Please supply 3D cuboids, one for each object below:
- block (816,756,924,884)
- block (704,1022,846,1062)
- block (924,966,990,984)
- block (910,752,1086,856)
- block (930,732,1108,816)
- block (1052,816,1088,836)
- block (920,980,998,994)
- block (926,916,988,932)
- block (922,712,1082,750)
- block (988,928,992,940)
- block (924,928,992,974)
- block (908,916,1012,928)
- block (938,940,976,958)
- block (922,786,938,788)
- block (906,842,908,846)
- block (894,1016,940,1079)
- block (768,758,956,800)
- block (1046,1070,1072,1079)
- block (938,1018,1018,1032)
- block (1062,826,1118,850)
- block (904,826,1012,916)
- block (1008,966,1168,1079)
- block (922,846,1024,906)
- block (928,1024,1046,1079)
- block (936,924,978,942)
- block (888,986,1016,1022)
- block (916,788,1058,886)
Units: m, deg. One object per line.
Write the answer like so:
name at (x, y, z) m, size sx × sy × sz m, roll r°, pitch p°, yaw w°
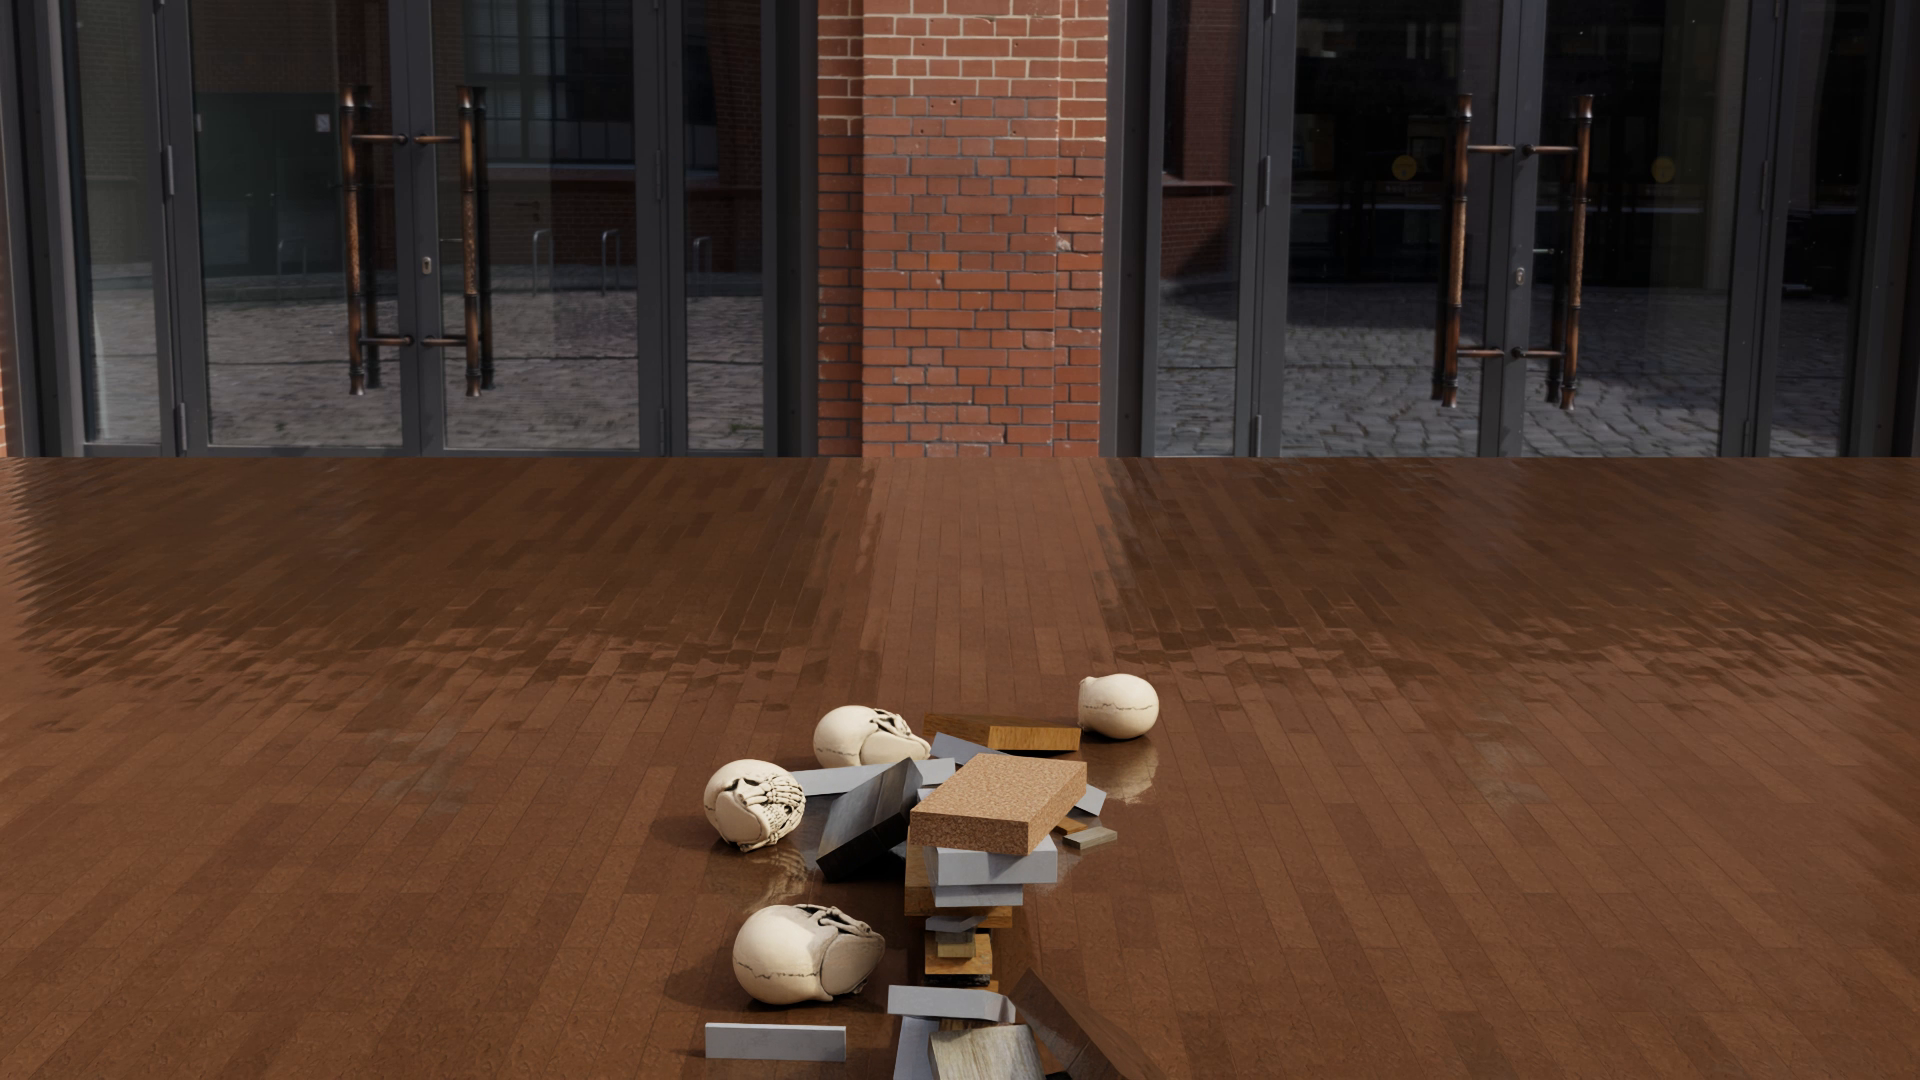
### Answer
block at (-0.156, 0.488, 3.868) m, size 0.167 × 0.047 × 0.335 m, roll -31°, pitch 8°, yaw 7°
block at (-0.253, 0.688, 3.014) m, size 0.192 × 0.046 × 0.013 m, roll 1°, pitch 11°, yaw 4°
block at (-0.003, 0.627, 3.278) m, size 0.095 × 0.027 × 0.191 m, roll 0°, pitch 2°, yaw 1°
block at (0.062, 0.385, 3.233) m, size 0.172 × 0.049 × 0.345 m, roll 3°, pitch 9°, yaw 17°
block at (0.107, 0.440, 4.156) m, size 0.161 × 0.046 × 0.322 m, roll 28°, pitch -11°, yaw -40°
block at (0.187, 0.520, 4.012) m, size 0.046 × 0.013 × 0.092 m, roll -7°, pitch 13°, yaw -33°
block at (-0.007, 0.699, 2.996) m, size 0.113 × 0.032 × 0.443 m, roll 0°, pitch 11°, yaw 2°
block at (-0.004, 0.551, 3.196) m, size 0.054 × 0.015 × 0.107 m, roll 1°, pitch 2°, yaw 22°
block at (0.087, 0.387, 4.437) m, size 0.161 × 0.046 × 0.322 m, roll 8°, pitch 0°, yaw 37°
block at (0.002, 0.598, 3.433) m, size 0.095 × 0.027 × 0.191 m, roll 0°, pitch -3°, yaw 2°
block at (-0.004, 0.602, 3.226) m, size 0.095 × 0.027 × 0.191 m, roll 0°, pitch 2°, yaw -1°
block at (0.001, 0.562, 3.425) m, size 0.154 × 0.044 × 0.309 m, roll 0°, pitch -3°, yaw 0°
block at (-0.005, 0.582, 3.172) m, size 0.054 × 0.015 × 0.107 m, roll 0°, pitch 2°, yaw -1°
block at (0.030, 0.453, 3.781) m, size 0.167 × 0.047 × 0.687 m, roll -1°, pitch -5°, yaw -5°
block at (-0.011, 0.528, 3.626) m, size 0.154 × 0.044 × 0.309 m, roll 0°, pitch -3°, yaw -1°
block at (-0.025, 0.683, 2.907) m, size 0.113 × 0.032 × 0.225 m, roll 0°, pitch 11°, yaw 2°
block at (-0.185, 0.452, 4.154) m, size 0.322 × 0.046 × 0.161 m, roll -3°, pitch -8°, yaw -17°
block at (0.195, 0.735, 2.791) m, size 0.123 × 0.035 × 0.247 m, roll -6°, pitch 12°, yaw -30°
block at (0.028, 0.696, 2.752) m, size 0.113 × 0.032 × 0.225 m, roll 4°, pitch 33°, yaw -3°
block at (0.233, 0.533, 3.939) m, size 0.092 × 0.013 × 0.046 m, roll -9°, pitch 14°, yaw -40°
block at (-0.004, 0.499, 3.332) m, size 0.154 × 0.044 × 0.309 m, roll 1°, pitch 9°, yaw -1°
block at (0.189, 0.655, 2.733) m, size 0.172 × 0.049 × 0.345 m, roll 37°, pitch -1°, yaw -19°
block at (0.016, 0.478, 3.209) m, size 0.123 × 0.035 × 0.247 m, roll 0°, pitch 9°, yaw -5°
block at (0.048, 0.704, 2.680) m, size 0.131 × 0.037 × 0.261 m, roll -2°, pitch 34°, yaw -12°
block at (-0.004, 0.566, 3.201) m, size 0.054 × 0.015 × 0.107 m, roll 1°, pitch 2°, yaw 5°
block at (-0.008, 0.606, 2.860) m, size 0.123 × 0.035 × 0.247 m, roll 1°, pitch -14°, yaw 11°
block at (0.035, 0.432, 3.237) m, size 0.167 × 0.047 × 0.335 m, roll 0°, pitch 9°, yaw -6°
